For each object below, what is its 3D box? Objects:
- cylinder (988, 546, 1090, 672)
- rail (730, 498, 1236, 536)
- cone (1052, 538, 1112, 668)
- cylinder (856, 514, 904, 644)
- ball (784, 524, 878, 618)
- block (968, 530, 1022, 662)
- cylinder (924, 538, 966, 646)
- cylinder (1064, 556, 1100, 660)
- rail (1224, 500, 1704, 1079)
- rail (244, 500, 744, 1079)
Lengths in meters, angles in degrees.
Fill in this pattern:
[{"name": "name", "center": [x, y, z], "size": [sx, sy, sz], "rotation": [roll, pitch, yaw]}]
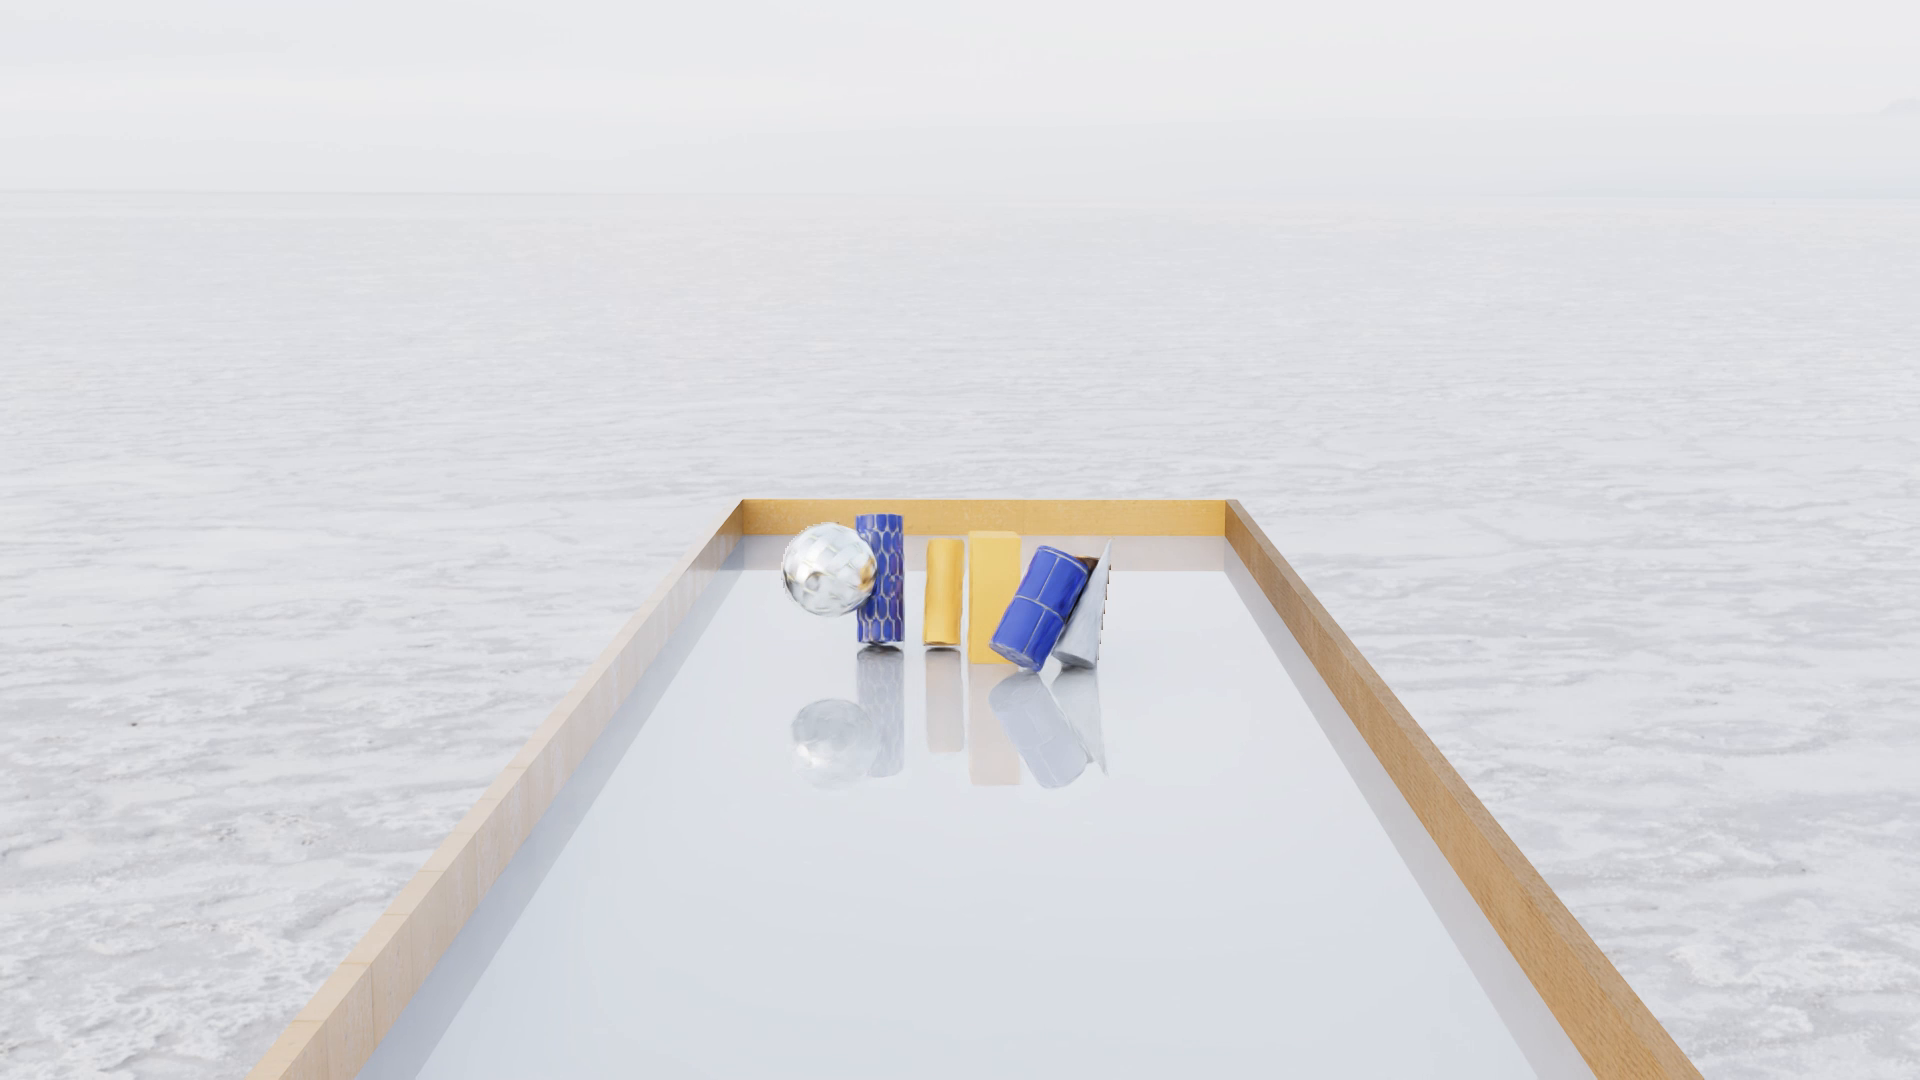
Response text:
[{"name": "cylinder", "center": [0.237, 0.204, 6.540], "size": [0.173, 0.331, 0.173], "rotation": [26, -13, 7]}, {"name": "rail", "center": [0.099, -0.098, 9.147], "size": [2.100, 0.150, 0.050], "rotation": [0, 9, 1]}, {"name": "cone", "center": [0.397, 0.171, 6.589], "size": [0.135, 0.408, 0.135], "rotation": [17, -16, 5]}, {"name": "cylinder", "center": [-0.251, 0.124, 6.879], "size": [0.153, 0.395, 0.153], "rotation": [-1, -7, 0]}, {"name": "ball", "center": [-0.395, 0.093, 6.692], "size": [0.285, 0.285, 0.285], "rotation": [0, 9, 0]}, {"name": "block", "center": [0.104, 0.172, 6.697], "size": [0.143, 0.382, 0.143], "rotation": [0, 9, -5]}, {"name": "cylinder", "center": [-0.049, 0.164, 6.870], "size": [0.117, 0.325, 0.117], "rotation": [3, -9, 0]}, {"name": "cylinder", "center": [0.375, 0.205, 6.694], "size": [0.110, 0.308, 0.110], "rotation": [4, 2, 0]}, {"name": "rail", "center": [1.046, 0.843, 3.208], "size": [0.050, 0.150, 12.000], "rotation": [0, 9, 1]}, {"name": "rail", "center": [-1.004, 0.839, 3.234], "size": [0.050, 0.150, 12.000], "rotation": [0, 9, 1]}]
